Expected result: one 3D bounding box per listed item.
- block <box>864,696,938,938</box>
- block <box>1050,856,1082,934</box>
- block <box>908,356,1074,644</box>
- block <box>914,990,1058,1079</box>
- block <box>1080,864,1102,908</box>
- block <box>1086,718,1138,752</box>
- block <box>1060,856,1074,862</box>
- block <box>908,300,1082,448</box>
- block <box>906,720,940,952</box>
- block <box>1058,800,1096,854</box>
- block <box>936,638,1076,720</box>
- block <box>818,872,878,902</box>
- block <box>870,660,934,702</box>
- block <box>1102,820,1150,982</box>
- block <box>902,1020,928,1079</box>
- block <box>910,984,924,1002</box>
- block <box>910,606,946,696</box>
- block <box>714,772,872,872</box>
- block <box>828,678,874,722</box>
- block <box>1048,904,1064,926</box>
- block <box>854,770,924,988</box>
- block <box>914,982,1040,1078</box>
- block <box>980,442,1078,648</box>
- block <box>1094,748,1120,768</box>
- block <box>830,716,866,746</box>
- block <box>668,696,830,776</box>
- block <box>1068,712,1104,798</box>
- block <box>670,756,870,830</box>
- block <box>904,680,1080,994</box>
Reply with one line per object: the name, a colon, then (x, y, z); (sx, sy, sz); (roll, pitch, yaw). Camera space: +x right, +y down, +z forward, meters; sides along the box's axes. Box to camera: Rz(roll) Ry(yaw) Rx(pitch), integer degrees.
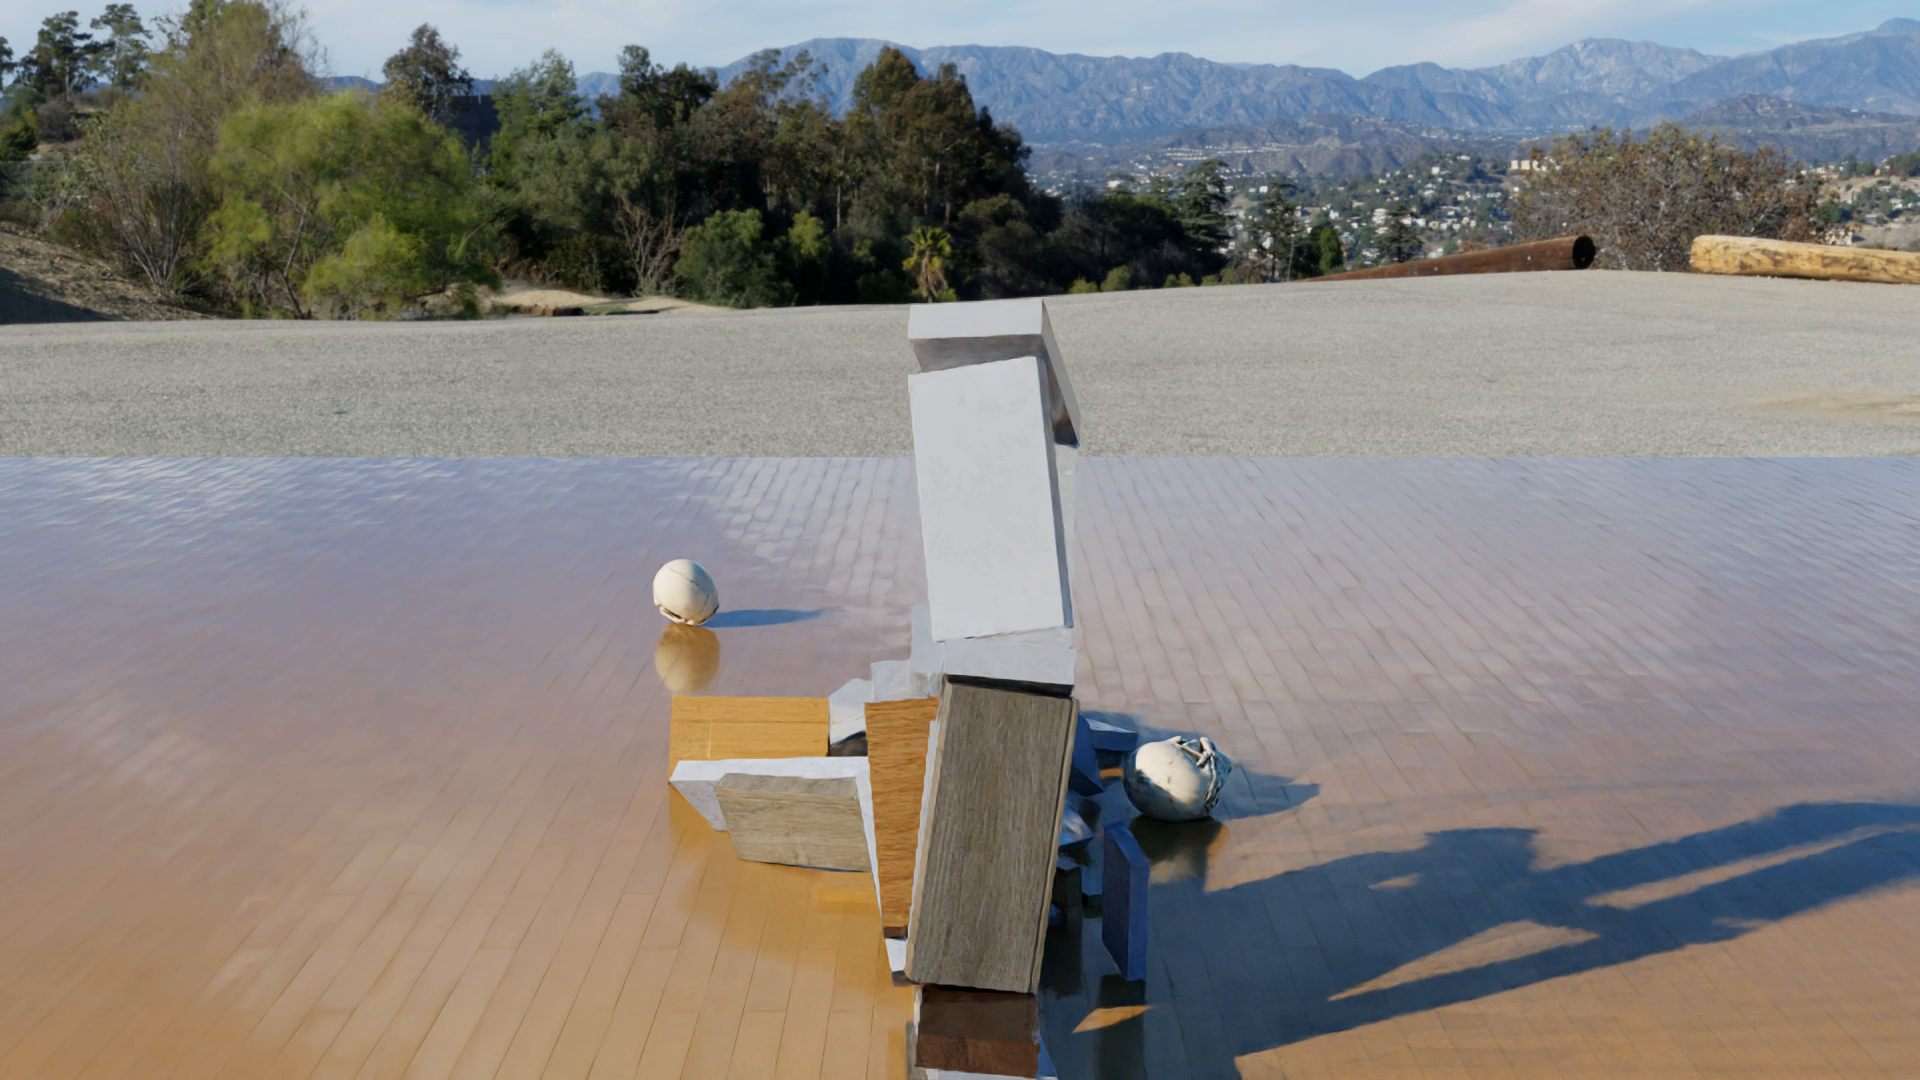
block: (-0.039, 0.390, 3.141); (0.169, 0.338, 0.048); (-5, -27, -3)
block: (0.116, 0.554, 3.565); (0.030, 0.107, 0.213); (-12, 16, -36)
block: (0.040, -0.052, 2.912); (0.179, 0.357, 0.051); (-8, -7, 16)
block: (0.029, 0.654, 2.831); (0.149, 0.042, 0.298); (4, 7, -7)
block: (0.210, 0.578, 3.679); (0.069, 0.020, 0.139); (-5, 12, -26)
block: (0.175, 0.378, 4.622); (0.135, 0.038, 0.424); (8, 3, -41)
block: (0.139, 0.549, 3.709); (0.069, 0.020, 0.139); (-7, -6, -17)
block: (0.054, -0.224, 3.059); (0.179, 0.051, 0.357); (-1, -22, 11)
block: (0.027, 0.417, 3.035); (0.169, 0.338, 0.048); (6, -33, 1)
block: (0.143, 0.494, 3.806); (0.107, 0.030, 0.243); (52, 21, 18)
block: (0.058, 0.204, 2.995); (0.169, 0.048, 0.338); (5, -17, -1)
block: (-0.151, 0.579, 3.666); (0.162, 0.023, 0.081); (1, 11, 3)
block: (-0.038, 0.363, 3.335); (0.169, 0.365, 0.048); (-4, -9, -4)
block: (0.247, 0.540, 3.291); (0.030, 0.213, 0.107); (-9, 27, -15)
block: (0.009, 0.709, 2.714); (0.149, 0.042, 0.535); (5, 7, -3)
block: (-0.010, 0.669, 3.165); (0.104, 0.029, 0.208); (-1, 11, -6)
block: (-0.007, 0.163, 3.318); (0.130, 0.037, 0.259); (-3, 20, 1)
block: (-0.261, 0.481, 3.752); (0.309, 0.154, 0.044); (1, 30, 29)
block: (-0.153, 0.360, 4.730); (0.270, 0.038, 0.135); (7, 24, 32)
block: (0.067, 0.544, 3.505); (0.064, 0.018, 0.263); (0, 21, -32)
block: (-0.042, 0.474, 3.182); (0.169, 0.048, 0.338); (-9, 50, -5)
block: (0.023, 0.611, 2.828); (0.149, 0.042, 0.298); (5, 7, 0)
block: (0.074, 0.037, 3.158); (0.179, 0.357, 0.051); (2, -4, 3)
block: (0.246, 0.443, 4.409); (0.135, 0.019, 0.068); (-7, 12, -32)
block: (-0.150, 0.370, 4.499); (0.270, 0.038, 0.135); (-16, -2, 35)
block: (-0.412, 0.388, 4.321); (0.309, 0.154, 0.044); (1, -10, 3)
block: (0.188, 0.367, 4.100); (0.042, 0.147, 0.293); (-19, -28, 15)
block: (-0.258, 0.442, 3.820); (0.523, 0.154, 0.044); (-5, 46, 34)
block: (0.041, 0.386, 2.858); (0.169, 0.385, 0.048); (8, 1, -10)
